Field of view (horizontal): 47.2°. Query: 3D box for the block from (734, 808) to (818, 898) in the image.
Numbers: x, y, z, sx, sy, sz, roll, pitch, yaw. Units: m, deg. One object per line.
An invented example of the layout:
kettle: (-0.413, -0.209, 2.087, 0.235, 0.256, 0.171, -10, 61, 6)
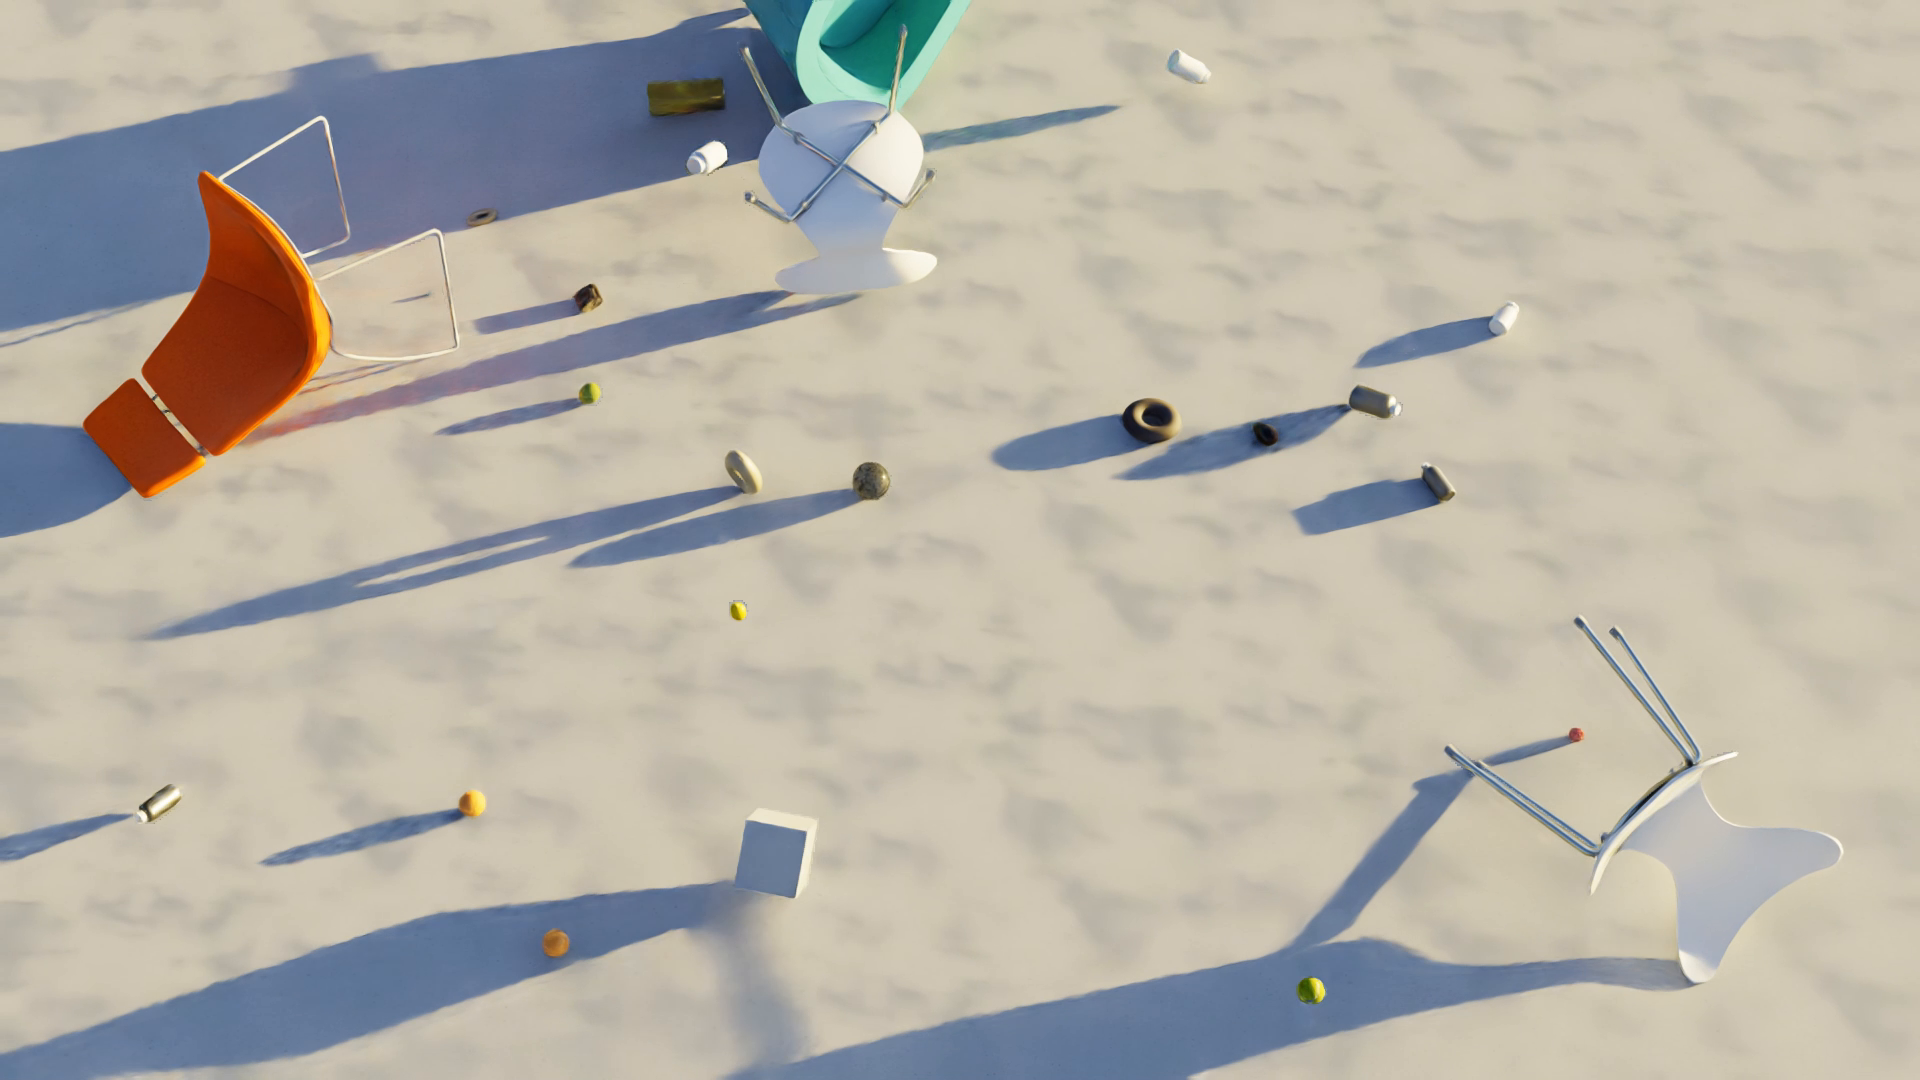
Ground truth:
block: (-0.488, 0.832, 5.850, 0.165, 0.199, 0.180, 11, 92, 3)

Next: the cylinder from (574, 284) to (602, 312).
cylinder: (-1.195, -0.776, 7.066, 0.081, 0.042, 0.066, -31, 60, 3)

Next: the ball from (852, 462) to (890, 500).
ball: (-0.268, -0.178, 6.624, 0.116, 0.116, 0.116, 0, 56, 0)

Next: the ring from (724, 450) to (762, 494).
ring: (-0.647, -0.204, 6.578, 0.131, 0.226, 0.052, 38, 75, 14)

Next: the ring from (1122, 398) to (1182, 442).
ring: (0.593, -0.369, 6.789, 0.184, 0.055, 0.155, 6, 59, 1)

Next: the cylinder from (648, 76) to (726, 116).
cylinder: (-0.935, -1.517, 7.524, 0.256, 0.113, 0.116, -6, 48, -4)

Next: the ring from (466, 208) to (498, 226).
ring: (-1.582, -1.069, 7.278, 0.106, 0.022, 0.060, -22, 60, -14)
